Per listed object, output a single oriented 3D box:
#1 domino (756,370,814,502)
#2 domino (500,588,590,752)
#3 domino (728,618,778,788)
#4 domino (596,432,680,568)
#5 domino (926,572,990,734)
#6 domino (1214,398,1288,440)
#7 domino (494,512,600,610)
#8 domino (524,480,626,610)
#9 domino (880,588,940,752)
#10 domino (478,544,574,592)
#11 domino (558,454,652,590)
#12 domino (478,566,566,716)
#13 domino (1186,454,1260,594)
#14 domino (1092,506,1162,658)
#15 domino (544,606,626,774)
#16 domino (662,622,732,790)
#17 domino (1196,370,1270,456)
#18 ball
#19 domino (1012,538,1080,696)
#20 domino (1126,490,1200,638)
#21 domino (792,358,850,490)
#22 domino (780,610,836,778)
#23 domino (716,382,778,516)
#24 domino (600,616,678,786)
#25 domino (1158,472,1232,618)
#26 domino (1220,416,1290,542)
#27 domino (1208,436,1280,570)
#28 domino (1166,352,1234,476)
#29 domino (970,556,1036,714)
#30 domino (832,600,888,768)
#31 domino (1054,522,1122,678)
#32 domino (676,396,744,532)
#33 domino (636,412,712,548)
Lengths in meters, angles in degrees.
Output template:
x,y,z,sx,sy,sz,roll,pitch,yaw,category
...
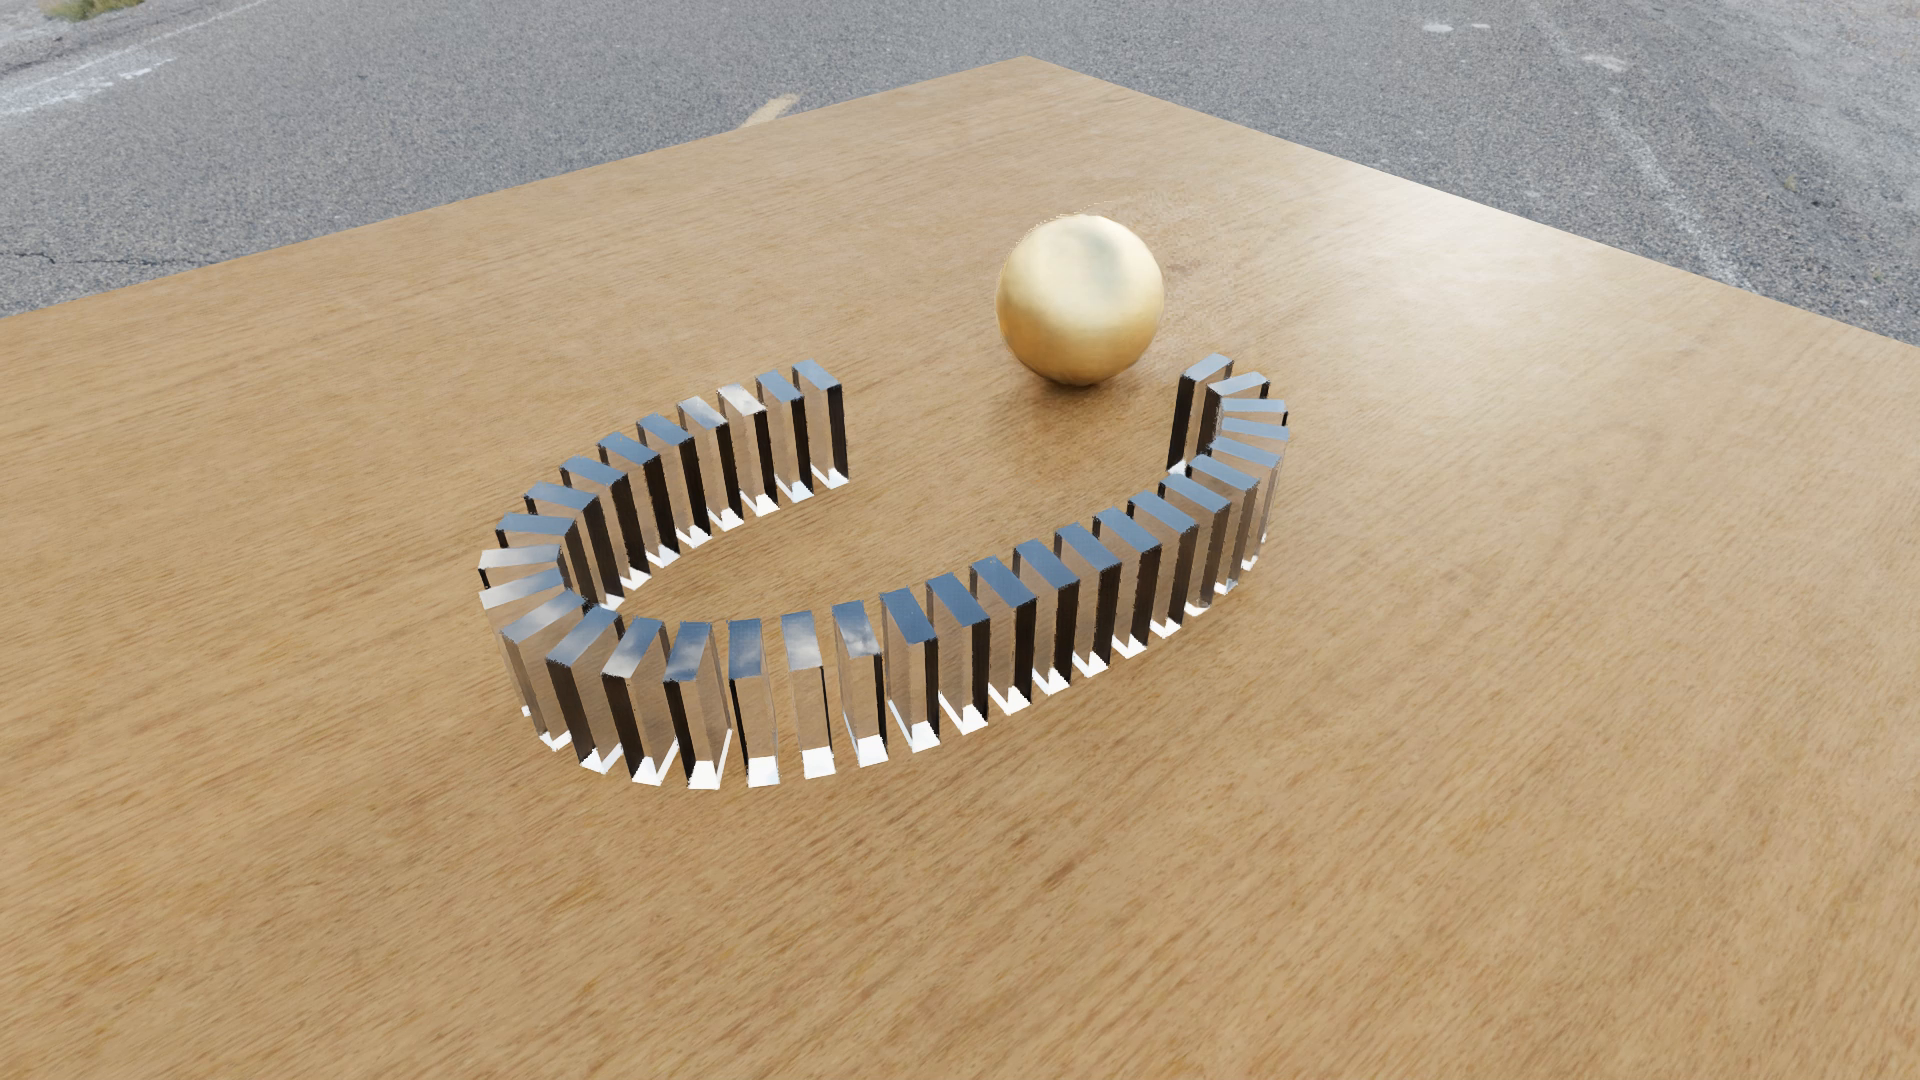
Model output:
x,y,z,sx,sy,sz,roll,pitch,yaw,category
-0.074,-0.043,0.464,0.009,0.050,0.025,-23,45,-25,domino
-0.130,0.043,0.359,0.010,0.050,0.025,28,47,30,domino
-0.065,0.052,0.348,0.010,0.050,0.025,-6,40,-7,domino
-0.125,-0.015,0.430,0.025,0.050,0.009,26,46,28,domino
-0.001,0.038,0.365,0.009,0.050,0.025,-19,43,-22,domino
0.117,-0.034,0.453,0.025,0.050,0.010,1,39,2,domino
-0.146,0.014,0.395,0.025,0.050,0.009,5,40,6,domino
-0.142,0.003,0.407,0.025,0.050,0.010,13,41,16,domino
-0.016,0.043,0.359,0.010,0.050,0.025,-15,42,-18,domino
-0.146,0.025,0.381,0.025,0.050,0.010,-6,40,-7,domino
-0.135,-0.006,0.419,0.025,0.050,0.010,20,44,23,domino
-0.141,0.035,0.369,0.025,0.050,0.010,-20,43,-23,domino
0.096,-0.006,0.418,0.025,0.050,0.010,31,48,32,domino
0.057,0.016,0.393,0.009,0.050,0.025,-23,45,-26,domino
-0.115,0.048,0.352,0.009,0.050,0.025,15,42,17,domino
-0.082,0.053,0.347,0.009,0.050,0.025,1,39,1,domino
0.114,-0.045,0.466,0.025,0.050,0.009,-19,43,-21,domino
0.057,-0.114,0.528,0.080,0.080,0.080,0,39,0,ball
0.028,0.027,0.379,0.010,0.050,0.025,-21,44,-24,domino
0.071,0.009,0.400,0.010,0.050,0.025,-28,47,-29,domino
-0.060,-0.049,0.472,0.009,0.050,0.025,-25,45,-27,domino
-0.048,0.050,0.351,0.009,0.050,0.025,-9,40,-11,domino
-0.088,-0.037,0.457,0.009,0.050,0.025,-24,45,-26,domino
-0.099,0.052,0.349,0.009,0.050,0.025,7,40,9,domino
0.084,0.002,0.409,0.009,0.050,0.025,-30,48,-31,domino
0.114,-0.024,0.440,0.025,0.050,0.009,12,41,14,domino
0.107,-0.014,0.429,0.025,0.050,0.009,22,44,25,domino
0.104,-0.053,0.476,0.009,0.050,0.025,32,49,33,domino
0.014,0.033,0.372,0.010,0.050,0.025,-21,44,-24,domino
-0.032,0.047,0.355,0.010,0.050,0.025,-12,41,-14,domino
0.043,0.021,0.385,0.009,0.050,0.025,-21,44,-24,domino
-0.102,-0.031,0.449,0.010,0.050,0.025,-27,46,-29,domino
-0.114,-0.024,0.440,0.025,0.050,0.009,31,48,32,domino
